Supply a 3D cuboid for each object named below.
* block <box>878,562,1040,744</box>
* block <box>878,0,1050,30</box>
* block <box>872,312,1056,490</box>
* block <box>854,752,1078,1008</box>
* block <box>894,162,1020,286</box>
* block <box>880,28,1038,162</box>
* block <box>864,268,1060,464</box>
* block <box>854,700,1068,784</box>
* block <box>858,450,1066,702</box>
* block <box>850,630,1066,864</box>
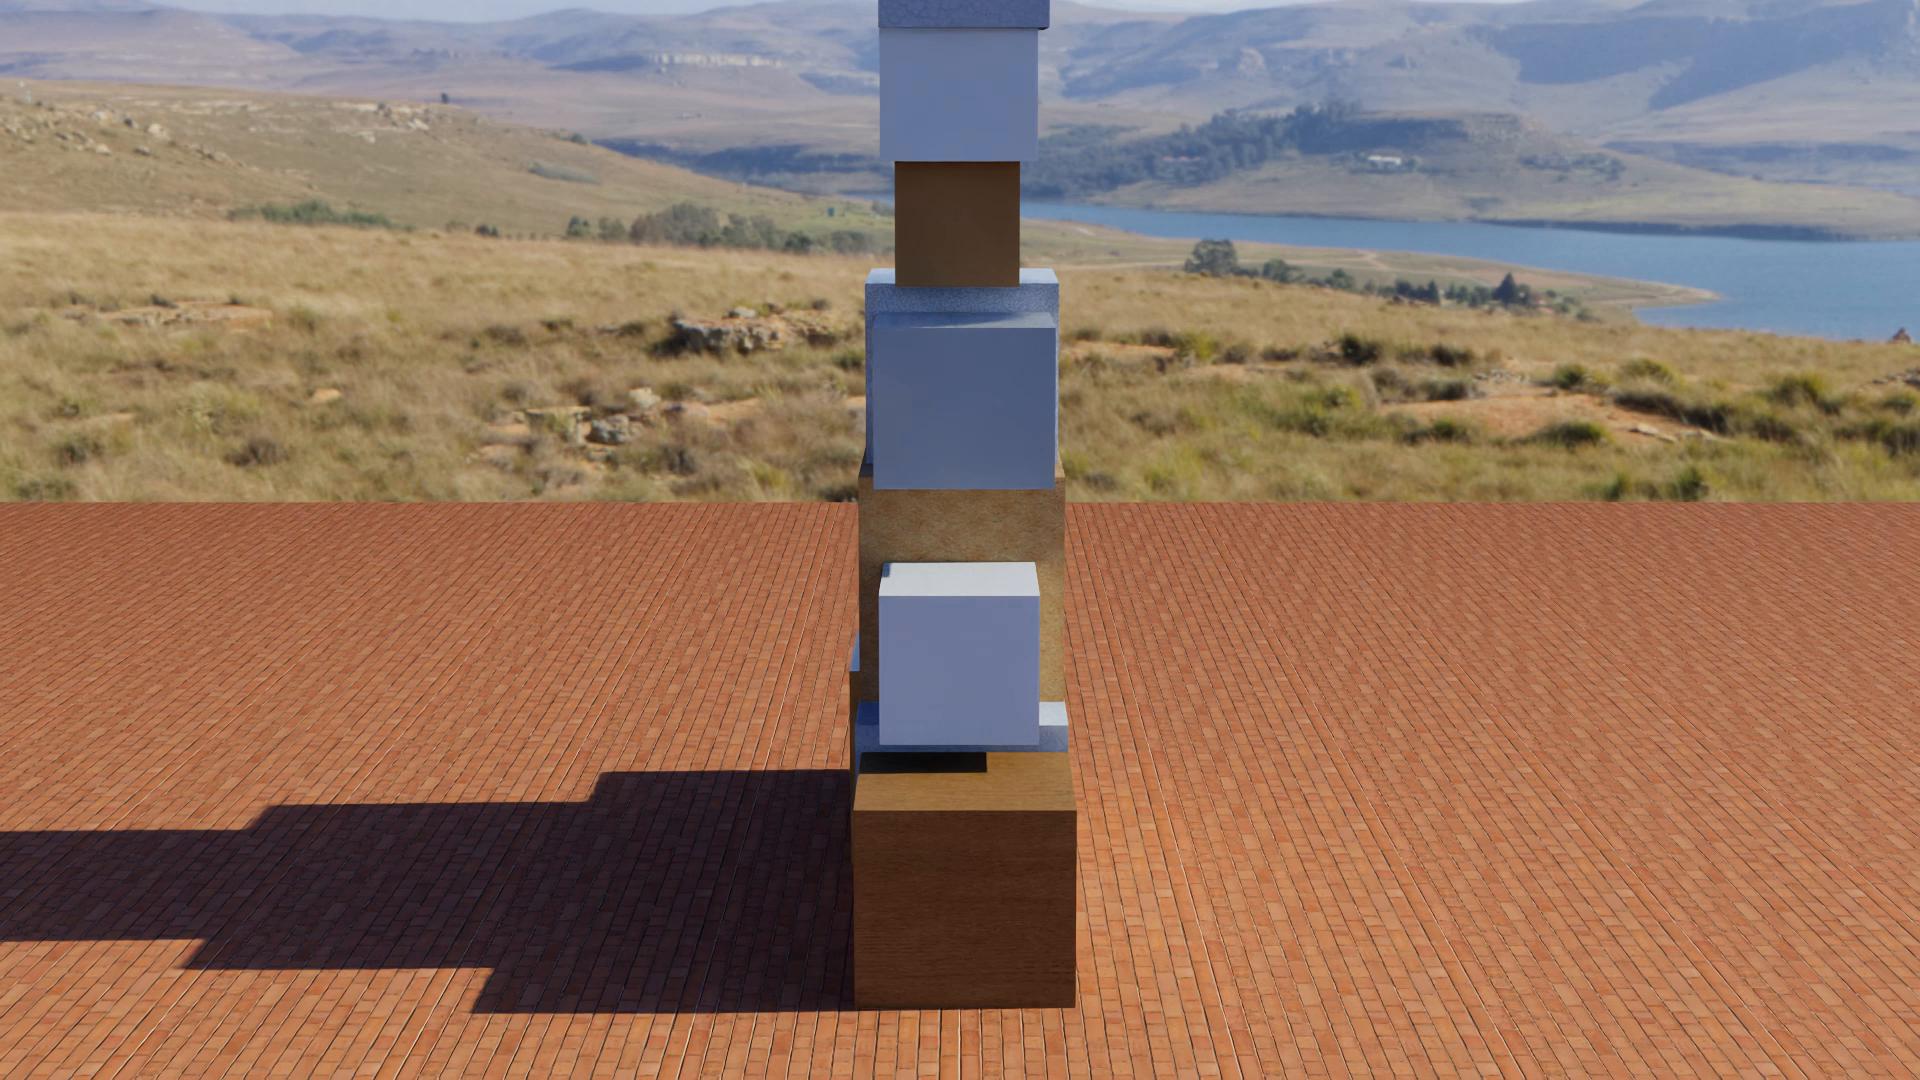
[{"bbox_3d":[-0.003,0.451,10.424,0.631,0.601,0.698,0,10,0],"label":"block"},{"bbox_3d":[0.016,-2.549,10.717,0.696,0.812,0.727,0,10,0],"label":"block"},{"bbox_3d":[0.017,-0.586,10.631,0.731,0.653,0.685,0,10,0],"label":"block"},{"bbox_3d":[0.019,1.323,10.108,0.841,0.780,0.838,0,10,0],"label":"block"},{"bbox_3d":[-0.011,-1.361,10.933,0.520,0.522,0.508,0,10,0],"label":"block"},{"bbox_3d":[-0.005,-1.884,10.838,0.649,0.540,0.670,0,10,0],"label":"block"},{"bbox_3d":[0.009,-0.786,11.391,0.825,0.774,0.861,0,10,0],"label":"block"},{"bbox_3d":[0.007,1.107,10.987,0.870,0.891,0.949,0,10,0],"label":"block"},{"bbox_3d":[0.007,0.134,11.172,0.862,0.958,0.867,0,10,0],"label":"block"},{"bbox_3d":[-0.012,0.945,11.877,0.960,0.891,0.840,0,10,0],"label":"block"}]
